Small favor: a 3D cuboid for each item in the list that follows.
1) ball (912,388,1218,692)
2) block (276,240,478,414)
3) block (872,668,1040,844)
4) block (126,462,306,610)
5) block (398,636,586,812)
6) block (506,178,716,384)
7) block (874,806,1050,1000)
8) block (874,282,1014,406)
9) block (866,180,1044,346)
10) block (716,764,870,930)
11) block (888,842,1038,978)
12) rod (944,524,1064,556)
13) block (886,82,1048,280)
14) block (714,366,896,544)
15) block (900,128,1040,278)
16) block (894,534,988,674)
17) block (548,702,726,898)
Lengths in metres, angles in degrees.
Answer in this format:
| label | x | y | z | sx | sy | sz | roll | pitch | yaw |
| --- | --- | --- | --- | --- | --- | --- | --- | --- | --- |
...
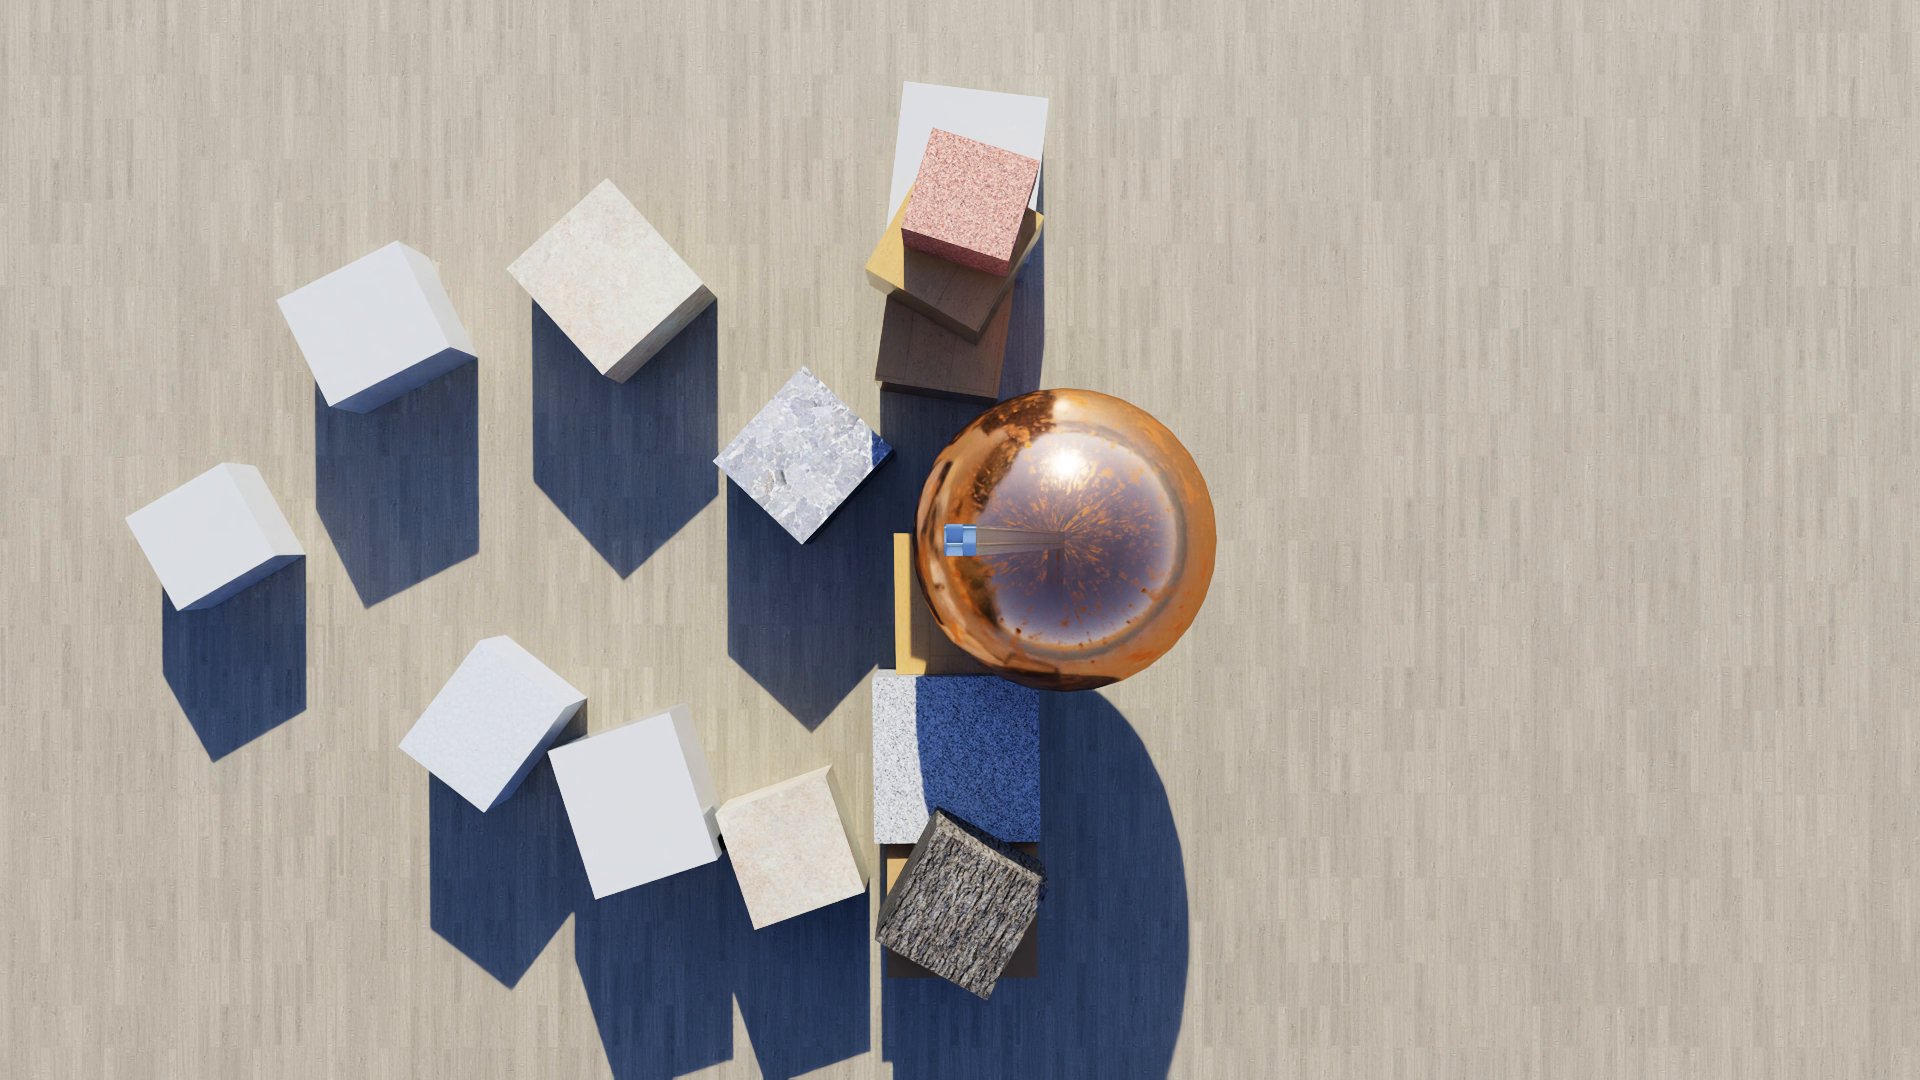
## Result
| label | x | y | z | sx | sy | sz | roll | pitch | yaw |
| --- | --- | --- | --- | --- | --- | --- | --- | --- | --- |
| ball | 0.546 | 0.000 | 11.554 | 1.600 | 1.600 | 1.600 | 0 | 90 | 0 |
| block | -3.333 | -1.210 | 12.641 | 0.752 | 0.719 | 0.664 | -26 | 90 | 0 |
| block | -0.020 | 1.210 | 12.560 | 0.916 | 0.879 | 0.915 | -1 | 90 | 0 |
| block | -4.294 | -0.019 | 12.715 | 0.639 | 0.571 | 0.604 | -30 | 90 | 0 |
| block | -2.672 | 1.043 | 12.645 | 0.609 | 0.710 | 0.748 | 38 | 90 | 0 |
| block | -1.983 | -1.474 | 12.638 | 0.758 | 0.724 | 0.800 | -42 | 90 | 0 |
| block | 0.009 | 1.944 | 11.846 | 0.675 | 0.594 | 0.678 | 29 | 94 | -2 |
| block | -0.084 | -1.170 | 12.592 | 0.689 | 0.815 | 0.678 | 8 | 90 | 0 |
| block | -0.029 | -1.556 | 11.864 | 0.684 | 0.644 | 0.704 | 30 | 89 | 1 |
| block | -0.955 | 1.758 | 12.675 | 0.654 | 0.650 | 0.686 | -19 | 90 | 0 |
| block | 0.013 | 2.049 | 12.590 | 0.832 | 0.820 | 0.753 | 0 | 90 | 0 |
| rod | 0.237 | 0.000 | 8.168 | 0.080 | 5.200 | 0.080 | 0 | 90 | 5 |
| block | 0.037 | -2.038 | 12.598 | 0.809 | 0.803 | 0.925 | 7 | 90 | 0 |
| block | -0.880 | -0.477 | 12.652 | 0.682 | 0.696 | 0.738 | 43 | 90 | 0 |
| block | 0.052 | -1.717 | 11.253 | 0.563 | 0.585 | 0.527 | 17 | 89 | 0 |
| block | -0.003 | 0.353 | 12.665 | 0.722 | 0.669 | 0.790 | -1 | 90 | 0 |
| block | -1.817 | 1.474 | 12.598 | 0.709 | 0.804 | 0.861 | -18 | 90 | 0 |
